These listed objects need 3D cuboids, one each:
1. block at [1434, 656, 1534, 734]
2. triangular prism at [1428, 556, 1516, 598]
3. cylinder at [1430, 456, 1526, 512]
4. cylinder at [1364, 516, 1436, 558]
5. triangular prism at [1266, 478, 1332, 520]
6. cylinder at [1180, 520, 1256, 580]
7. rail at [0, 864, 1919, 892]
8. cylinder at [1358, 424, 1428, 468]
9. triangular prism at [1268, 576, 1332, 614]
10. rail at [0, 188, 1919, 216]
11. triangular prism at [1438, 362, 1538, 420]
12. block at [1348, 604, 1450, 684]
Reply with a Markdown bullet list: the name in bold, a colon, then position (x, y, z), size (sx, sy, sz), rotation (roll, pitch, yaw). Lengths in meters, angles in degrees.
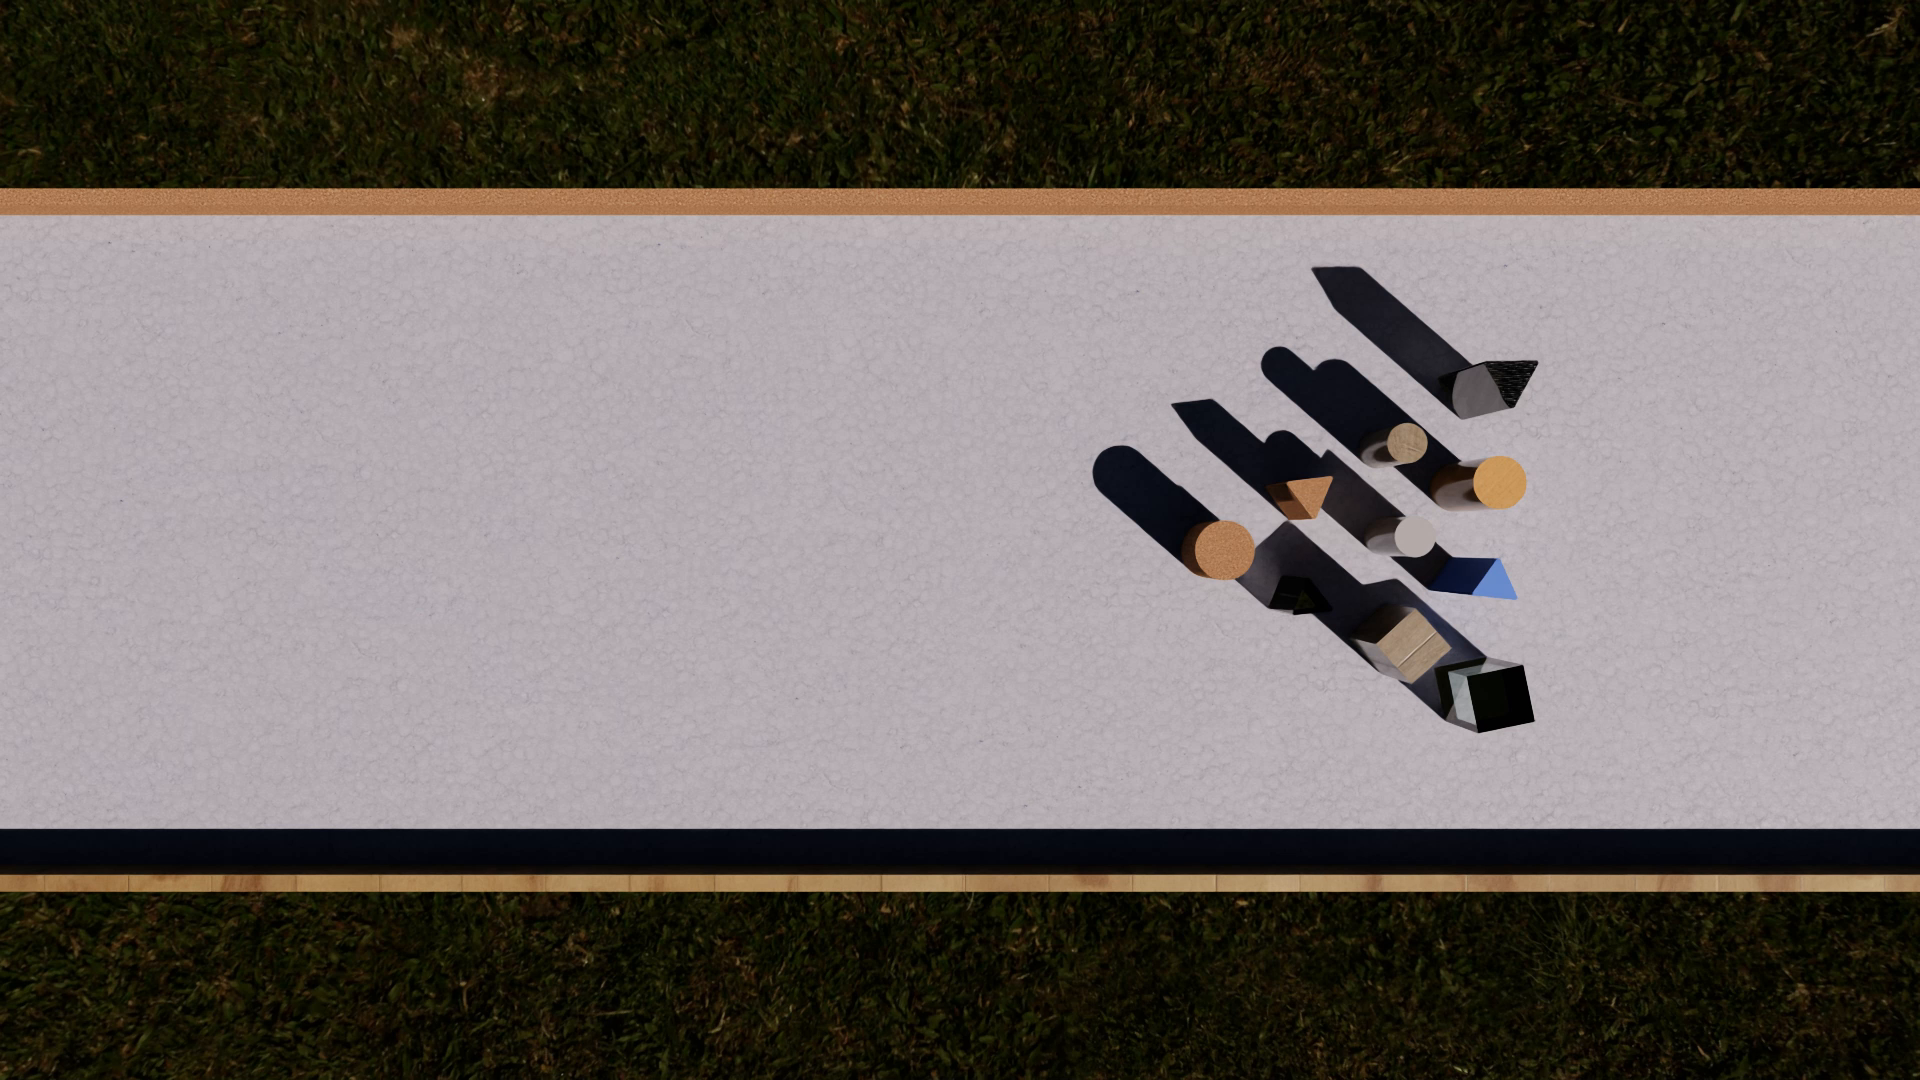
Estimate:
- **block**: position (1.558, 0.459, 4.914), size (0.168, 0.325, 0.168), rotation (-12, 90, 0)
- **triangular prism**: position (1.508, 0.105, 4.855), size (0.125, 0.443, 0.108), rotation (6, 90, 0)
- **cylinder**: position (1.522, -0.162, 4.862), size (0.151, 0.429, 0.151), rotation (0, 90, 0)
- **cylinder**: position (1.302, -0.010, 4.896), size (0.118, 0.361, 0.118), rotation (0, 90, 0)
- **triangular prism**: position (1.025, -0.147, 4.908), size (0.114, 0.337, 0.132), rotation (-37, 90, 0)
- **cylinder**: position (0.765, 0.030, 4.919), size (0.173, 0.316, 0.173), rotation (0, 90, 0)
- **rail**: position (-2.247, 1.025, 5.001), size (12.000, 0.150, 0.050), rotation (0, 90, 0)
- **cylinder**: position (1.282, -0.278, 4.902), size (0.116, 0.348, 0.116), rotation (0, 90, 0)
- **triangular prism**: position (1.000, 0.157, 4.891), size (0.114, 0.372, 0.099), rotation (-7, 90, 0)
- **rail**: position (-2.247, -1.025, 5.002), size (12.000, 0.150, 0.050), rotation (0, 90, 0)
- **triangular prism**: position (1.566, -0.467, 4.851), size (0.131, 0.452, 0.151), rotation (-31, 90, 0)
- **block**: position (1.301, 0.304, 4.902), size (0.154, 0.348, 0.154), rotation (-42, 90, 0)
